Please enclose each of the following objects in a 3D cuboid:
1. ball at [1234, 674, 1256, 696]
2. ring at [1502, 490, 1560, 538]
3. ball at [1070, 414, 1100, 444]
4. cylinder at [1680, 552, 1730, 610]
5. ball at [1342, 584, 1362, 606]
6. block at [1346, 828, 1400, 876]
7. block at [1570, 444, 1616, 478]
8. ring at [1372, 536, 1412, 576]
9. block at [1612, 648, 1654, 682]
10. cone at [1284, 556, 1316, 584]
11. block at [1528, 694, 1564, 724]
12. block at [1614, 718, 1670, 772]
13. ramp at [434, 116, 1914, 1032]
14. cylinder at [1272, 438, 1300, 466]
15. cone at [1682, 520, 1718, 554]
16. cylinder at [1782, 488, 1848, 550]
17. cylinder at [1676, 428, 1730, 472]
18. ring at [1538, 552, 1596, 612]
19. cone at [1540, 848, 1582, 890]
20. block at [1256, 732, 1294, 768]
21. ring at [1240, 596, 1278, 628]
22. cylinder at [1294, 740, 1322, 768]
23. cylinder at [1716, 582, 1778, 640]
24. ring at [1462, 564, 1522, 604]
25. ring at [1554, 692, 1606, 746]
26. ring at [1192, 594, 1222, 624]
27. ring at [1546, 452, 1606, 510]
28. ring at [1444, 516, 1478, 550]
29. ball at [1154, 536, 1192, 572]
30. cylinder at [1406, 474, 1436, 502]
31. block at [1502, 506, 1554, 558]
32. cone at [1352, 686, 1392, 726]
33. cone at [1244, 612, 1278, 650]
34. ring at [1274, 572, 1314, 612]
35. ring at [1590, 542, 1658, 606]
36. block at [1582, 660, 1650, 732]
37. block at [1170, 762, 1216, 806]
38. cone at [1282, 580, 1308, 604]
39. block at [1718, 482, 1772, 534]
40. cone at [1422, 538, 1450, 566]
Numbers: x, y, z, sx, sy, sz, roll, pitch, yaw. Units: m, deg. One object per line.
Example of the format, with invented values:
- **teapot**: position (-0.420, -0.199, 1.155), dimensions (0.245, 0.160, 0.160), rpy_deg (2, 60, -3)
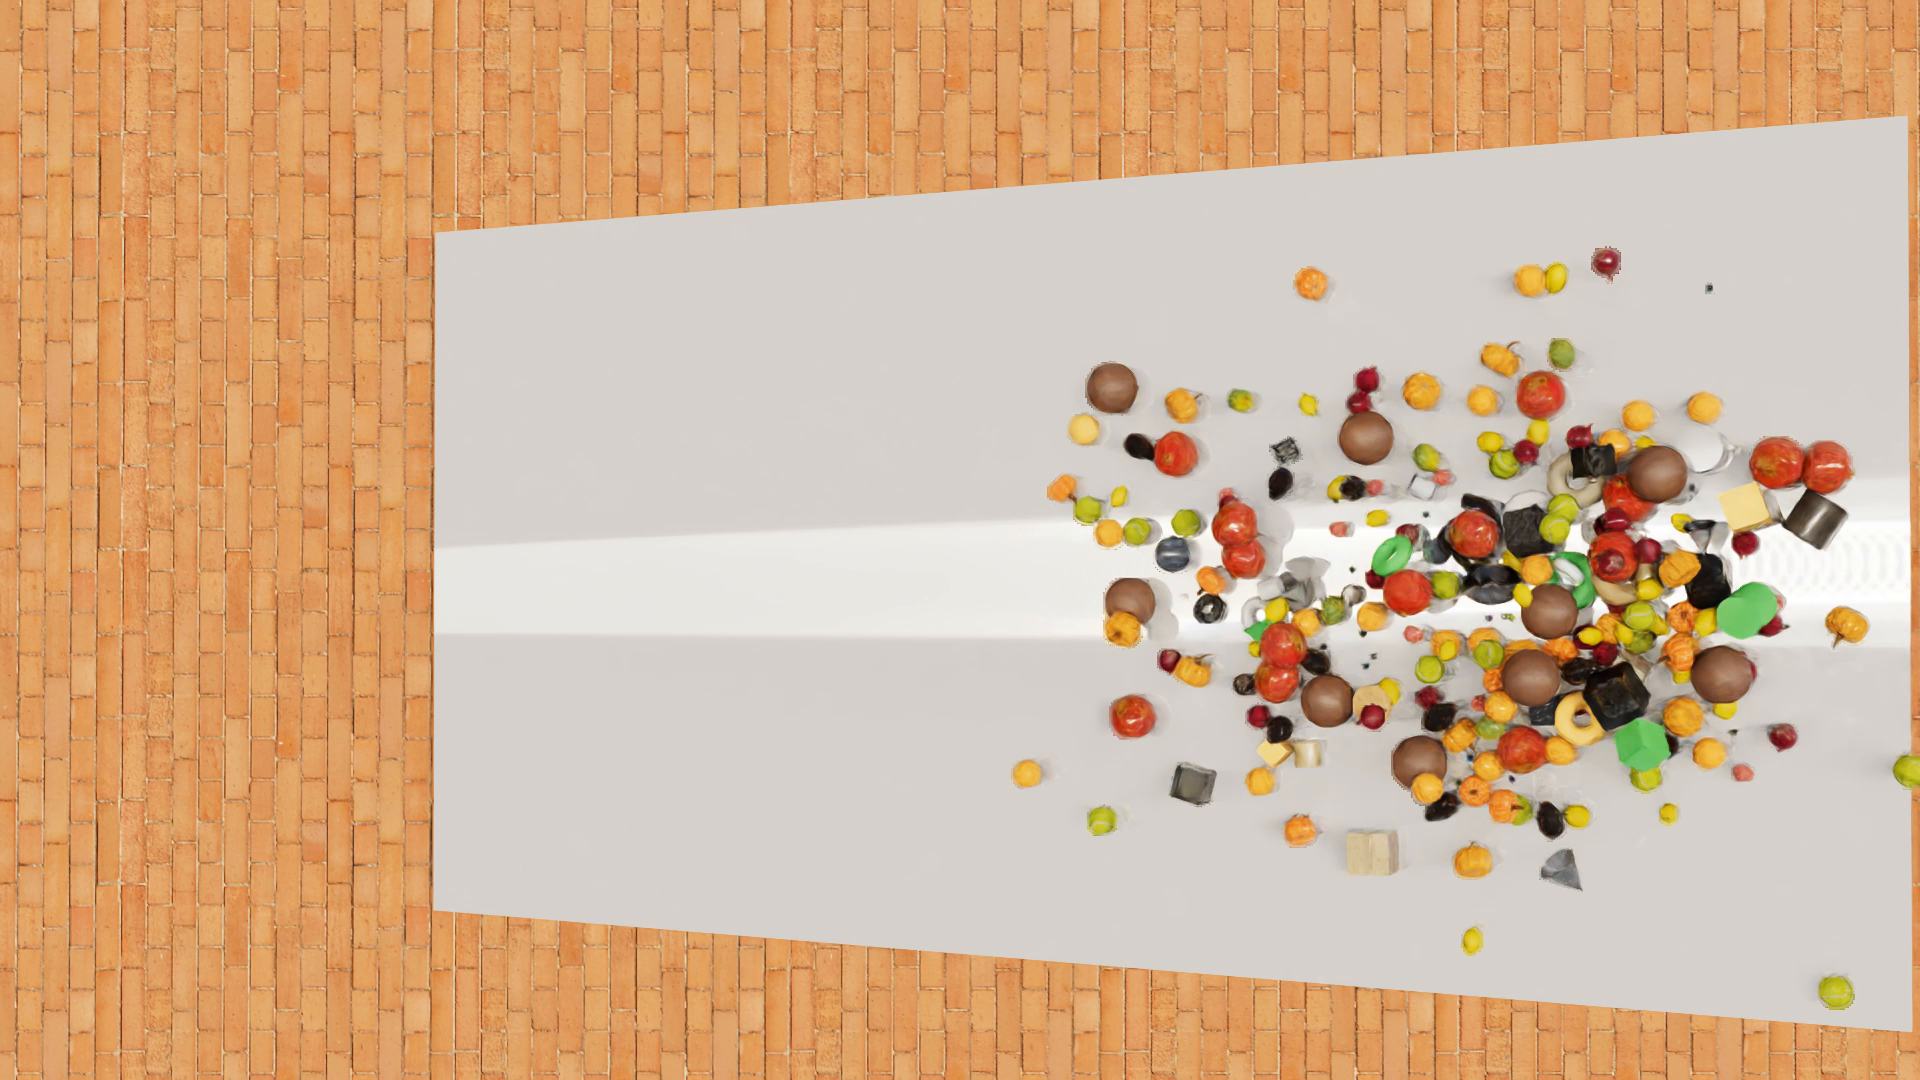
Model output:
- **ball**: position (0.700, 0.356, 5.406), dimensions (0.055, 0.055, 0.055), rpy_deg (0, 89, 0)
- **ring**: position (1.330, -0.049, 5.122), dimensions (0.135, 0.045, 0.135), rpy_deg (0, 89, 26)
- **ball**: position (0.316, -0.280, 5.580), dimensions (0.078, 0.078, 0.078), rpy_deg (0, 89, 0)
- **cylinder**: position (1.666, 0.092, 4.916), dimensions (0.093, 0.093, 0.093), rpy_deg (-16, 47, 18)
- **ball**: position (0.943, 0.132, 5.297), dimensions (0.050, 0.050, 0.050), rpy_deg (0, 89, 0)
- **block**: position (0.985, 0.744, 5.244), dimensions (0.099, 0.099, 0.099), rpy_deg (-3, 88, 25)
- **block**: position (1.416, -0.176, 4.916), dimensions (0.067, 0.067, 0.067), rpy_deg (-5, 88, -22)
- **ring**: position (1.013, 0.038, 5.160), dimensions (0.036, 0.109, 0.109), rpy_deg (39, 89, -24)
- **block**: position (1.520, 0.303, 5.006), dimensions (0.071, 0.071, 0.071), rpy_deg (36, 119, 21)
- **cone**: position (0.828, 0.089, 5.322), dimensions (0.074, 0.074, 0.074), rpy_deg (-12, 114, 0)
- **block**: position (1.358, 0.393, 5.092), dimensions (0.066, 0.066, 0.066), rpy_deg (-3, 88, 25)
- **block**: position (1.516, 0.456, 4.888), dimensions (0.077, 0.077, 0.077), rpy_deg (18, 47, -22)
- **ramp**: position (0.282, 0.082, 5.690), dimensions (4.000, 0.100, 2.000), rpy_deg (0, 89, 25)
- **cylinder**: position (0.790, -0.214, 5.332), dimensions (0.052, 0.052, 0.052), rpy_deg (-25, 89, 2)
- **cone**: position (1.632, 0.001, 4.836), dimensions (0.073, 0.073, 0.073), rpy_deg (-13, 105, 0)
- **cylinder**: position (1.870, -0.044, 4.815), dimensions (0.099, 0.099, 0.099), rpy_deg (32, 99, 0)
- **cylinder**: position (1.668, -0.202, 4.932), dimensions (0.098, 0.098, 0.098), rpy_deg (0, 90, 29)
- **ring**: position (1.406, 0.096, 5.082), dimensions (0.140, 0.047, 0.140), rpy_deg (1, 92, 29)
- **cone**: position (1.408, 0.779, 5.078), dimensions (0.094, 0.094, 0.094), rpy_deg (-44, 99, 0)
- **block**: position (0.771, 0.513, 5.370), dimensions (0.058, 0.058, 0.058), rpy_deg (-48, 71, 17)
- **ring**: position (0.735, 0.185, 5.404), dimensions (0.097, 0.032, 0.097), rpy_deg (1, 93, 24)
- **cylinder**: position (0.843, 0.518, 5.333), dimensions (0.063, 0.063, 0.063), rpy_deg (-4, 88, 0)
- **cylinder**: position (1.730, 0.155, 4.833), dimensions (0.098, 0.098, 0.098), rpy_deg (-26, 89, -44)
- **ring**: position (1.240, 0.103, 5.122), dimensions (0.137, 0.137, 0.046), rpy_deg (5, 54, 0)
- **ring**: position (1.419, 0.408, 5.014), dimensions (0.126, 0.042, 0.126), rpy_deg (0, 85, 1)
- **ring**: position (0.614, 0.171, 5.452), dimensions (0.080, 0.027, 0.080), rpy_deg (-17, 57, 28)
- **ring**: position (1.423, -0.139, 5.077), dimensions (0.136, 0.045, 0.136), rpy_deg (3, 96, 27)
- **ring**: position (1.171, -0.016, 5.140), dimensions (0.078, 0.026, 0.078), rpy_deg (-2, 81, 12)
- **ball**: position (0.530, 0.036, 5.469), dimensions (0.092, 0.092, 0.092), rpy_deg (0, 89, 0)
- **cylinder**: position (1.090, -0.123, 5.195), dimensions (0.050, 0.050, 0.050), rpy_deg (26, 89, 2)
- **block**: position (1.304, -0.018, 5.049), dimensions (0.085, 0.085, 0.085), rpy_deg (-14, 65, 27)
- **cone**: position (0.966, 0.405, 5.250), dimensions (0.099, 0.099, 0.099), rpy_deg (3, 73, -11)
- **cone**: position (0.749, 0.211, 5.357), dimensions (0.085, 0.085, 0.085), rpy_deg (36, 94, 0)
- **ring**: position (0.814, 0.125, 5.367), dimensions (0.104, 0.035, 0.104), rpy_deg (1, 92, 26)
- **ring**: position (1.503, 0.077, 4.977), dimensions (0.148, 0.049, 0.148), rpy_deg (-2, 86, 28)
- **block**: position (1.473, 0.350, 4.935), dimensions (0.099, 0.099, 0.099), rpy_deg (-29, 99, 33)
- **block**: position (0.578, 0.604, 5.446), dimensions (0.080, 0.080, 0.080), rpy_deg (15, 96, 24)
- **cone**: position (0.803, 0.130, 5.304), dimensions (0.059, 0.059, 0.059), rpy_deg (-9, 89, 17)
- **block**: position (1.714, -0.069, 4.801), dimensions (0.085, 0.085, 0.085), rpy_deg (-21, 76, 21)
- **cone**: position (1.121, 0.028, 5.206), dimensions (0.067, 0.067, 0.067), rpy_deg (0, 89, 25)
